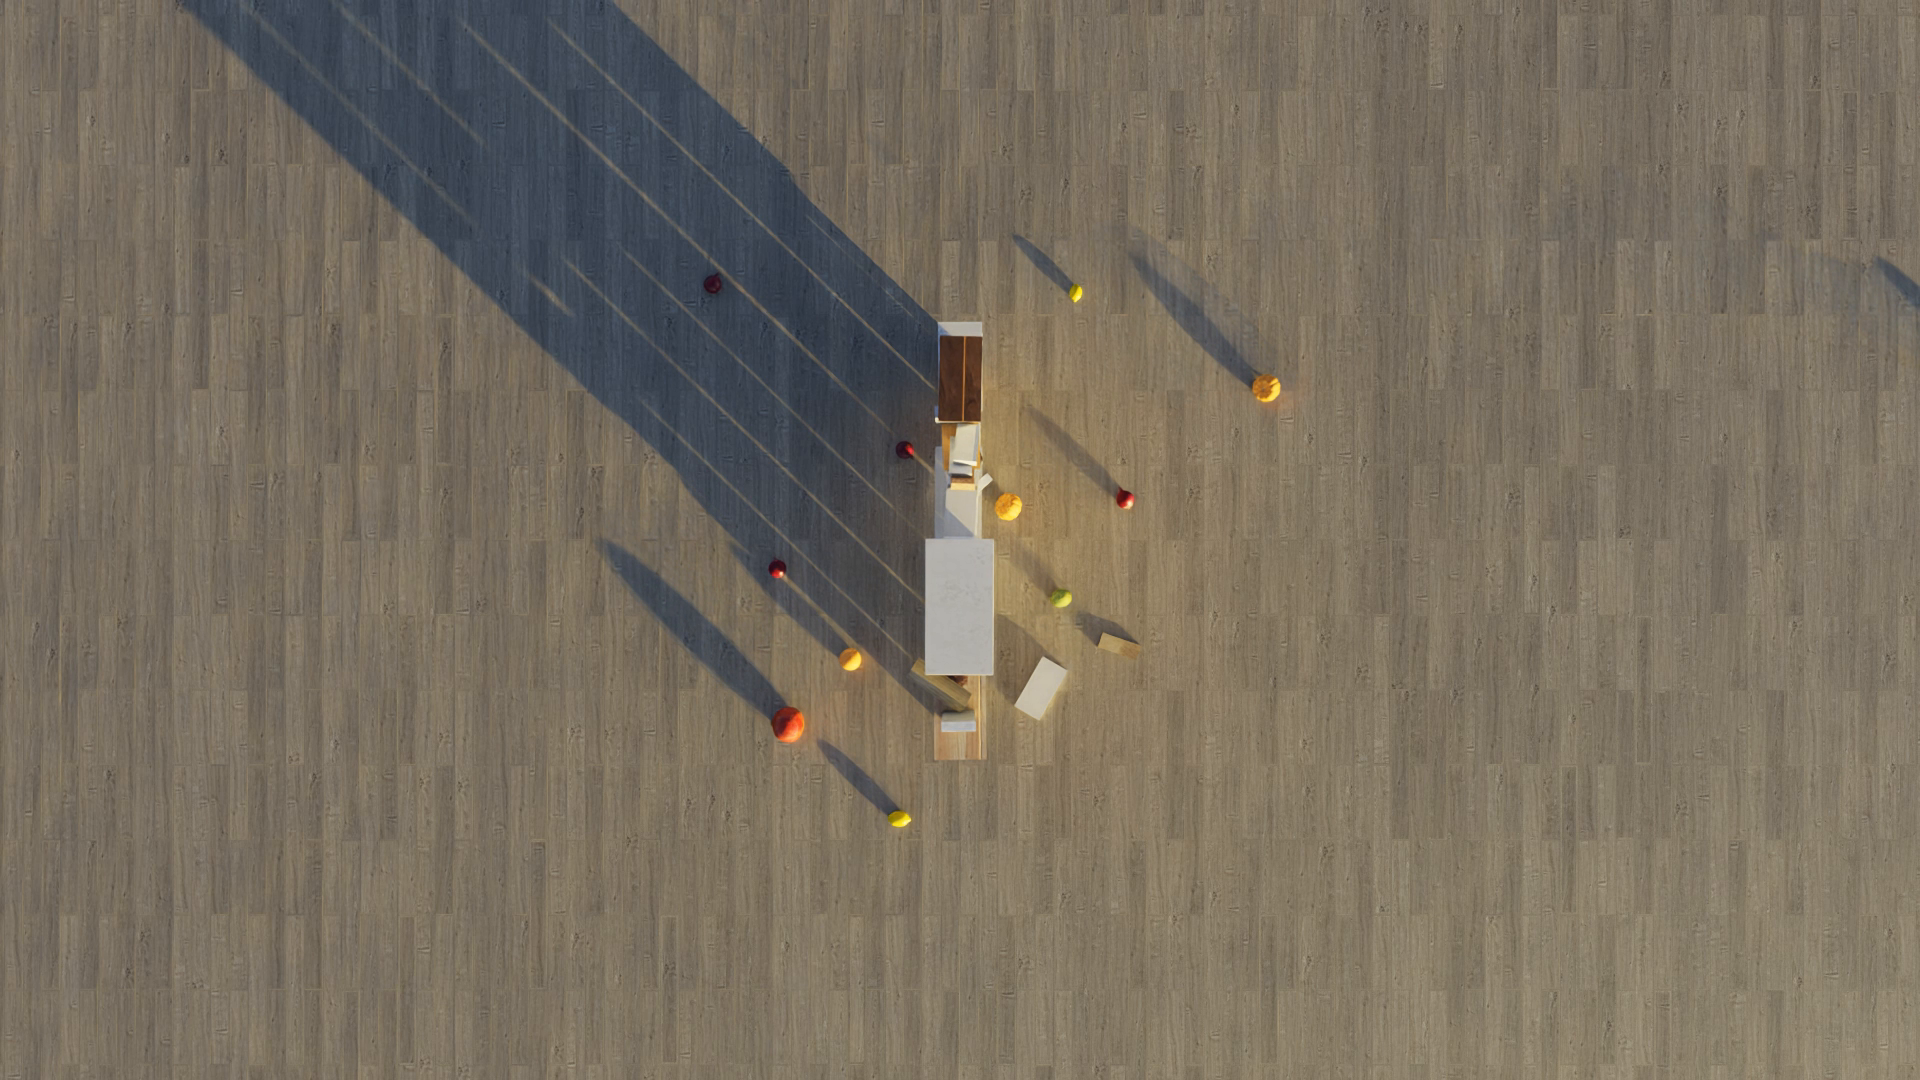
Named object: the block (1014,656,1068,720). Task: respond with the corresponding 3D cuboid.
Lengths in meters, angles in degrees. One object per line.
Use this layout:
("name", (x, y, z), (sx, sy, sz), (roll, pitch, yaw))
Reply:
("block", (0.269, 0.492, 5.486), (0.095, 0.027, 0.191), (30, 90, 0))

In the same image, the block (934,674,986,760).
("block", (0.000, 0.496, 4.901), (0.154, 0.044, 0.308), (-1, 90, 0))

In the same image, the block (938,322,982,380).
("block", (0.001, -0.520, 4.941), (0.131, 0.037, 0.263), (0, 90, 0))

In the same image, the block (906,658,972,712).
("block", (-0.060, 0.425, 4.830), (0.191, 0.095, 0.027), (34, 112, 0))

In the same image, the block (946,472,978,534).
("block", (0.006, -0.107, 4.784), (0.091, 0.026, 0.182), (2, 90, 0))

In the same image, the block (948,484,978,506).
("block", (0.007, -0.129, 4.685), (0.085, 0.171, 0.024), (2, 102, 0))

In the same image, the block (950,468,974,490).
("block", (0.007, -0.171, 4.622), (0.065, 0.131, 0.018), (2, 111, -2))

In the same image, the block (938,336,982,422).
("block", (0.001, -0.433, 4.436), (0.114, 0.032, 0.229), (1, 90, 0))

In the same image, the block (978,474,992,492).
("block", (0.052, -0.157, 4.888), (0.091, 0.182, 0.026), (-41, 92, 0))

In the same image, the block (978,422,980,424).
("block", (0.003, -0.419, 5.240), (0.122, 0.034, 0.243), (0, 90, 0))

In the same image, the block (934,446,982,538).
("block", (-0.005, -0.146, 5.186), (0.147, 0.042, 0.293), (0, 90, 0))

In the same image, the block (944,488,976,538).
("block", (0.000, -0.057, 4.587), (0.086, 0.024, 0.171), (3, 91, 0))

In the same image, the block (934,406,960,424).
("block", (-0.011, -0.348, 4.567), (0.114, 0.229, 0.032), (-2, 90, 0))

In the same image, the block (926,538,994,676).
("block", (-0.002, 0.175, 4.337), (0.178, 0.050, 0.356), (0, 90, 0))

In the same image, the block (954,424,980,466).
("block", (0.019, -0.269, 4.637), (0.065, 0.018, 0.130), (5, 56, 0))

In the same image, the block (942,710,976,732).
("block", (-0.004, 0.517, 4.726), (0.095, 0.307, 0.027), (-1, 90, 0))

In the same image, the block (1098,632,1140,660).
("block", (0.531, 0.353, 5.493), (0.136, 0.014, 0.051), (19, 90, 0))

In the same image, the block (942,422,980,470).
("block", (0.001, -0.306, 4.696), (0.106, 0.030, 0.211), (-2, 90, 0))

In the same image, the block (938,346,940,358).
("block", (0.000, -0.512, 4.687), (0.114, 0.470, 0.032), (-2, 90, 0))

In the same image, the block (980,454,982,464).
("block", (0.010, -0.230, 4.845), (0.106, 0.268, 0.030), (-17, 90, 0))

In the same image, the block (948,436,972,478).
("block", (0.003, -0.234, 4.636), (0.065, 0.018, 0.131), (3, 55, 0))
